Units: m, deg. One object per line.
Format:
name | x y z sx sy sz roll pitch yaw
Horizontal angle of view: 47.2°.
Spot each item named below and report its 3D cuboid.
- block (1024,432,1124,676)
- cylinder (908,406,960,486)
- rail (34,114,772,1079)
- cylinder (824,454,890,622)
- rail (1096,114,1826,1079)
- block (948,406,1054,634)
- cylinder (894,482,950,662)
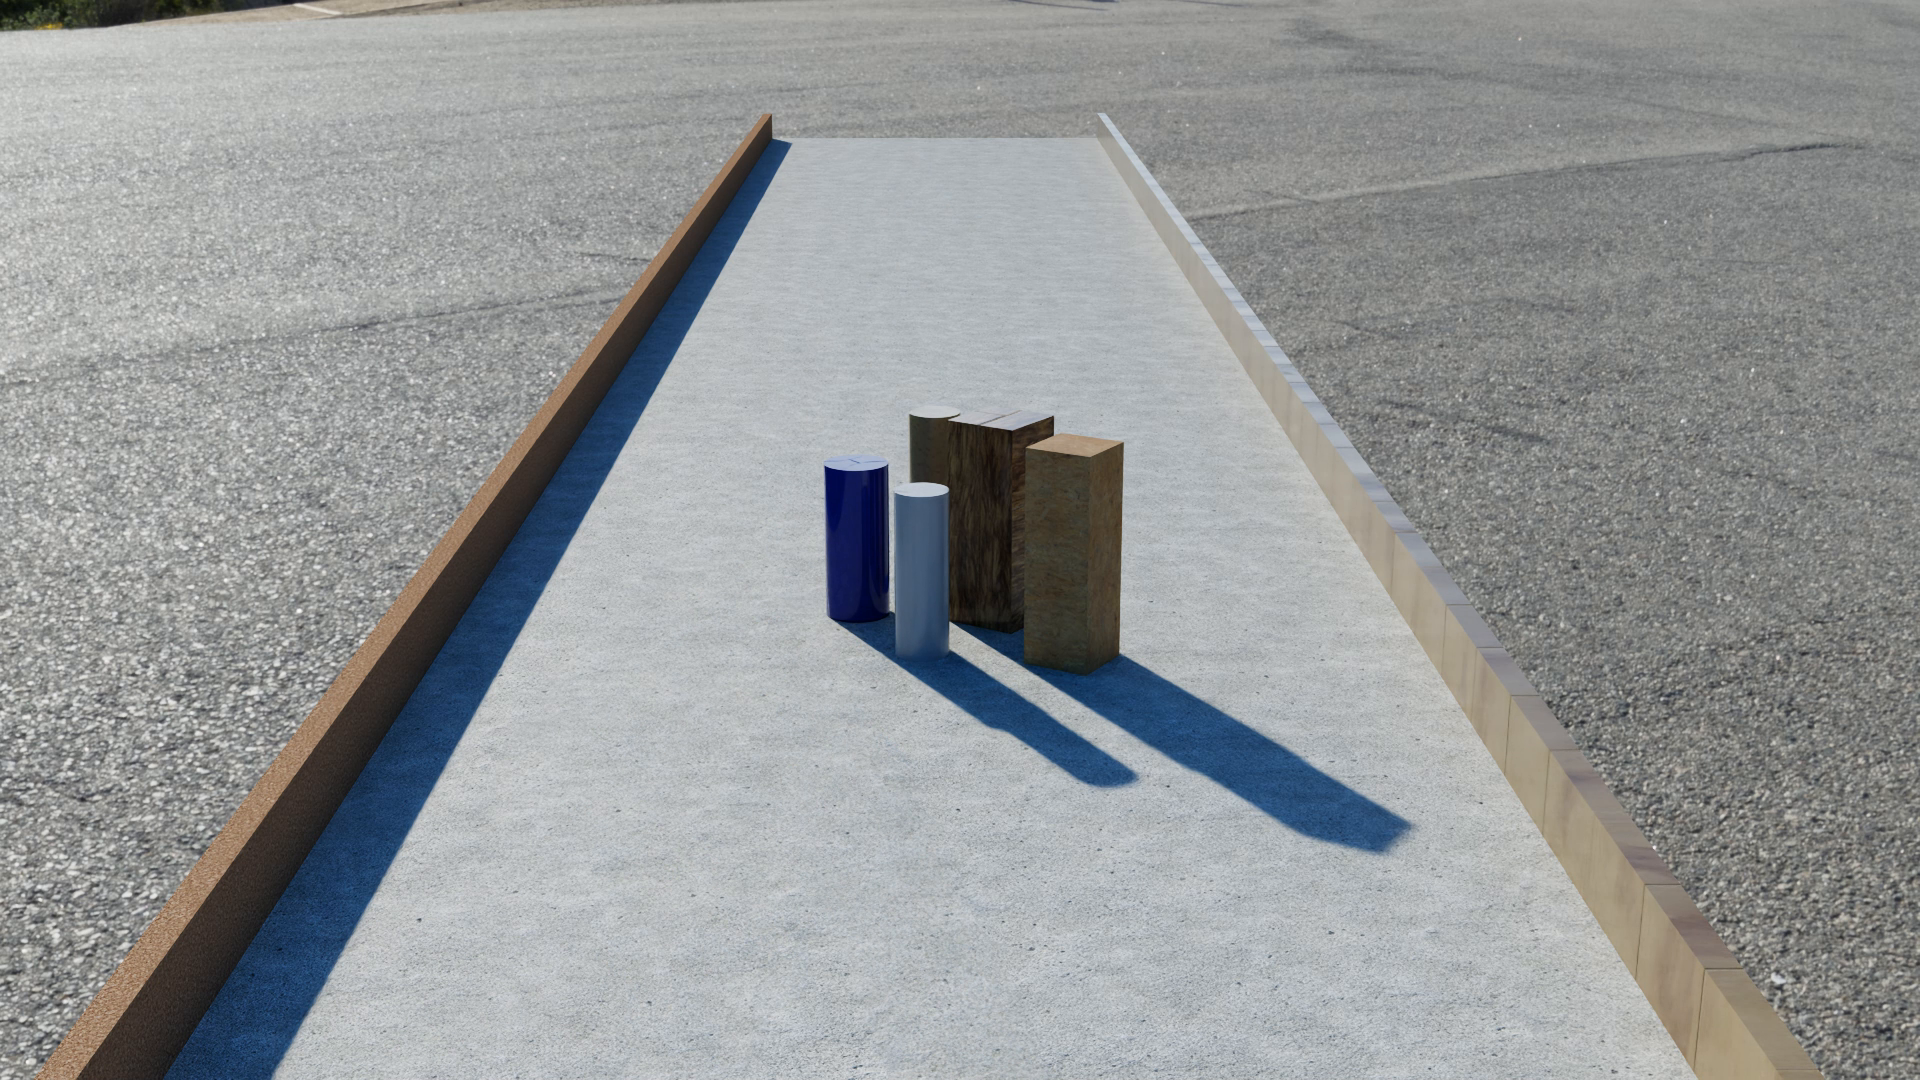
block | 0.225 0.027 4.357 0.141 0.444 0.141 10 19 30
cylinder | -0.056 -0.099 4.888 0.115 0.382 0.115 0 17 0
rail | -1.118 -0.838 7.780 0.050 0.150 12.000 0 17 -1
cylinder | -0.218 -0.003 4.657 0.137 0.332 0.137 0 17 0
rail | 0.932 -0.844 7.801 0.050 0.150 12.000 0 17 -1
block | 0.085 -0.045 4.613 0.160 0.435 0.160 11 20 33
cylinder | -0.076 0.064 4.409 0.110 0.342 0.110 0 17 0
